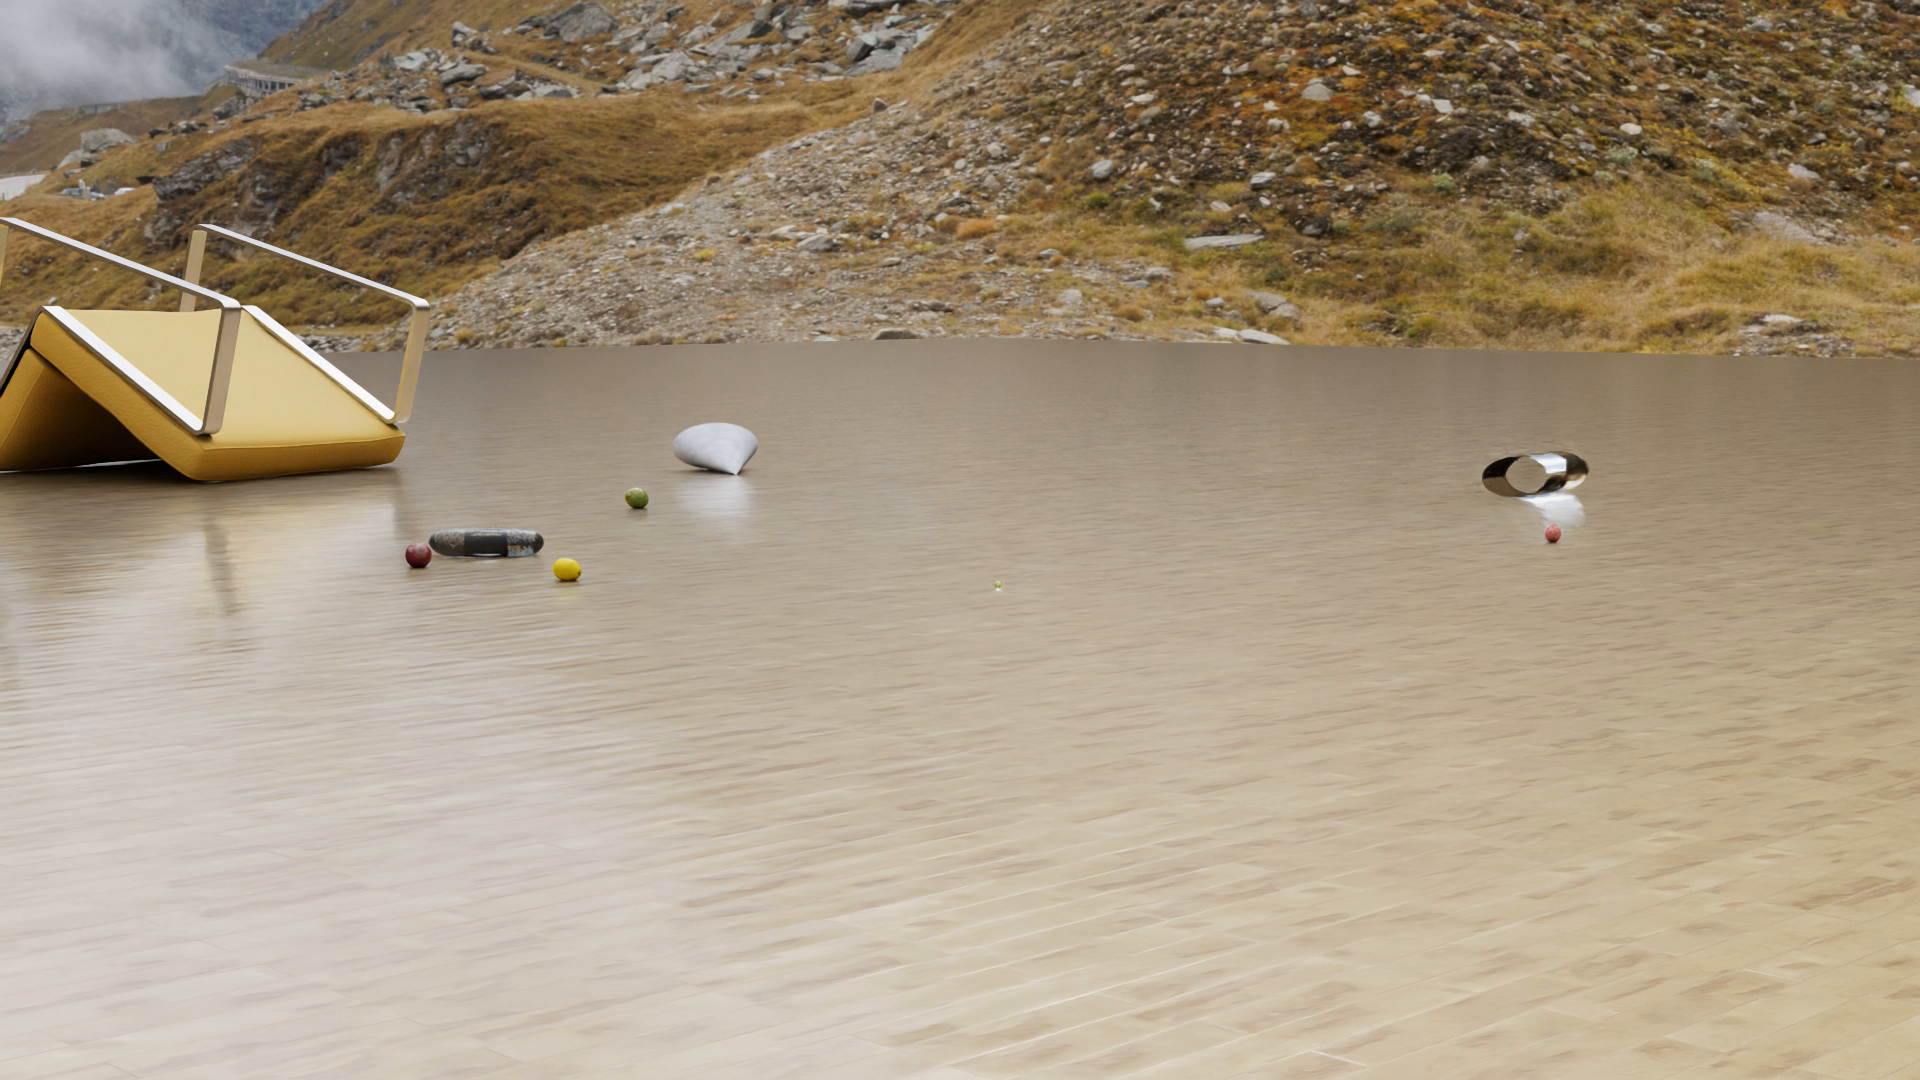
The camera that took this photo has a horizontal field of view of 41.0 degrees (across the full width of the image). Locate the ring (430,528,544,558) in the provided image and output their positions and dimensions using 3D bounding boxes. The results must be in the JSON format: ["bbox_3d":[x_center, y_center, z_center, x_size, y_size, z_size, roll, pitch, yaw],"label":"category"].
[{"bbox_3d":[-1.119,0.005,6.062,0.270,0.062,0.144,0,5,-5],"label":"ring"}]

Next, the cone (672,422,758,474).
[{"bbox_3d":[-0.788,-0.268,8.628,0.303,0.166,0.285,-1,22,-21],"label":"cone"}]

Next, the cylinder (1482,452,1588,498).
[{"bbox_3d":[1.734,-0.198,7.730,0.214,0.122,0.269,-4,2,39],"label":"cylinder"}]
